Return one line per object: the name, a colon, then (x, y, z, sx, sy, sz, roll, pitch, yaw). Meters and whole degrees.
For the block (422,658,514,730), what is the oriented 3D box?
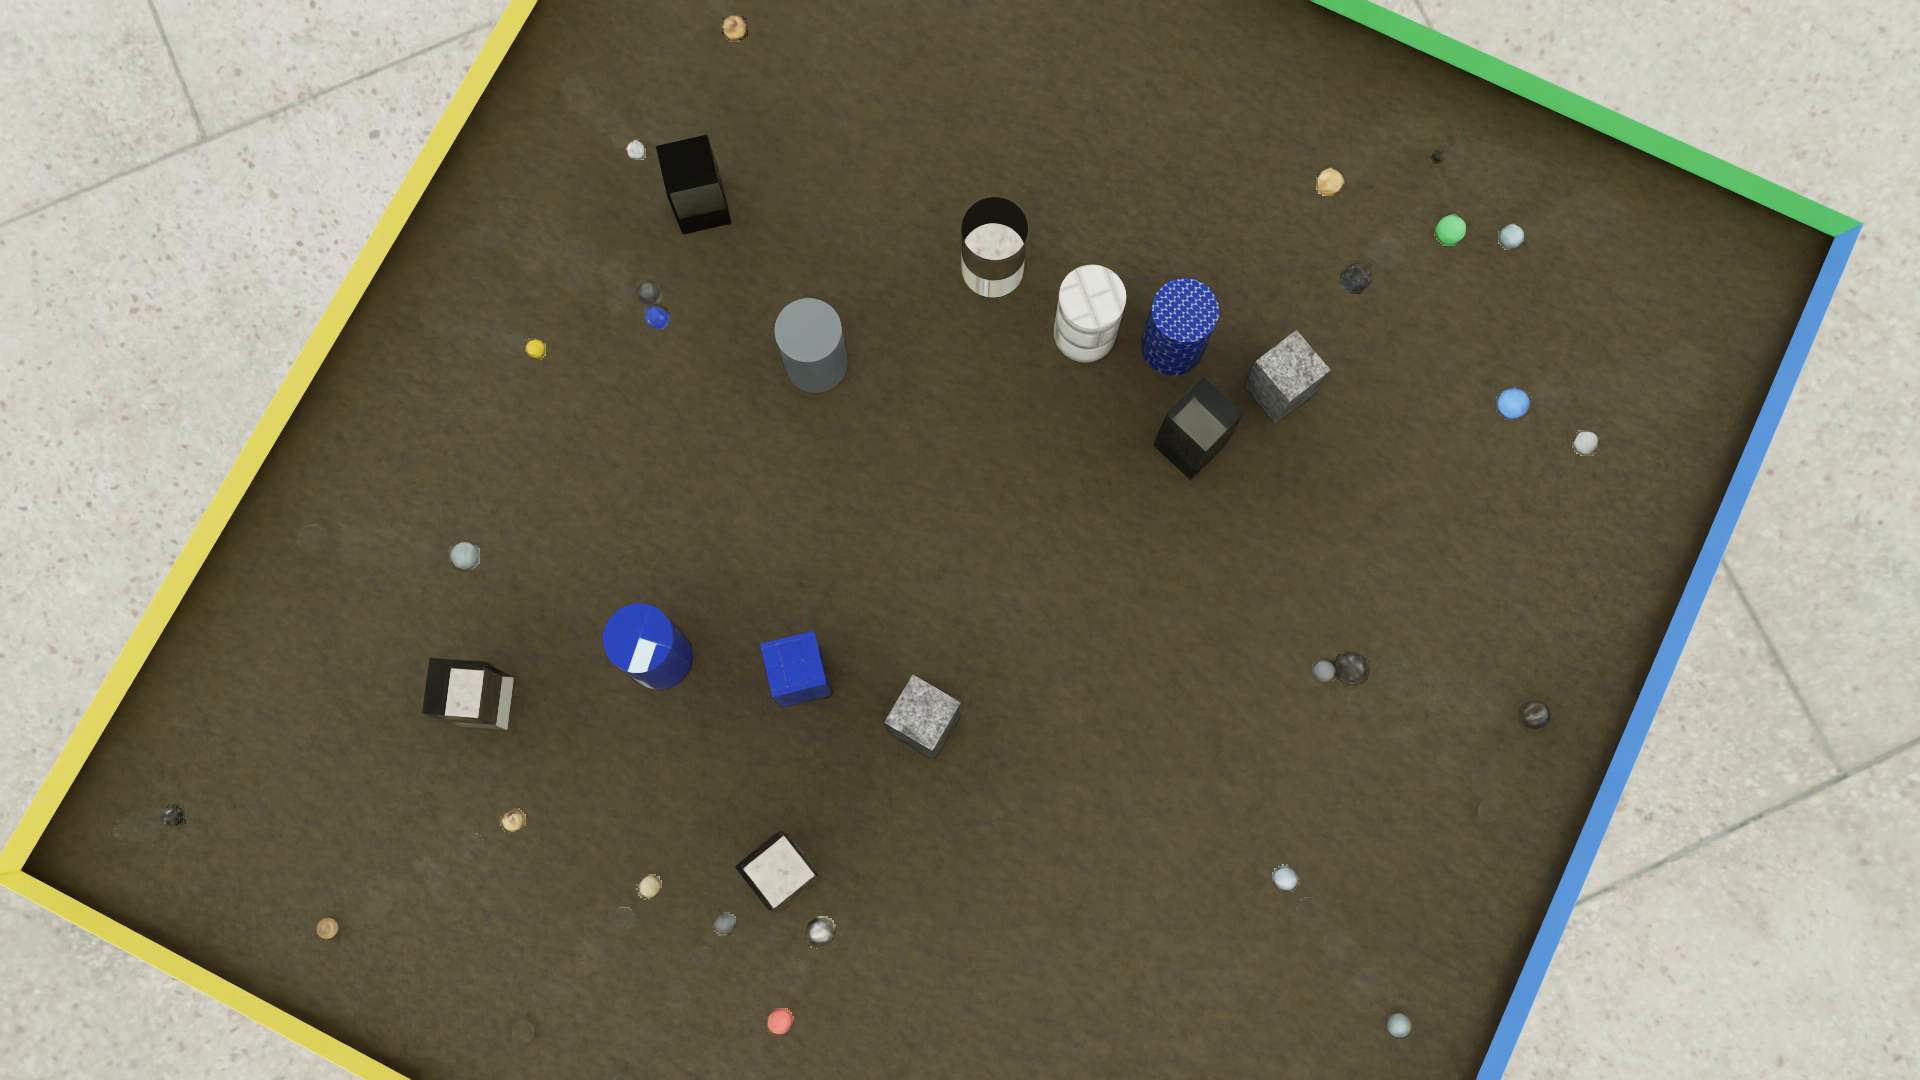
block: (-1.431, 0.452, 5.349, 0.159, 0.341, 0.159, 4, 78, 1)

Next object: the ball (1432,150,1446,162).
ball: (1.528, -1.226, 5.849, 0.042, 0.042, 0.042, 0, 78, 0)

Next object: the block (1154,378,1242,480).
block: (0.711, -0.330, 5.503, 0.159, 0.357, 0.159, 44, 82, 8)

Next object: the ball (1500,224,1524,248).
ball: (1.740, -0.957, 5.776, 0.075, 0.075, 0.075, 0, 78, 0)

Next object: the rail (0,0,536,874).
rail: (-1.825, -0.887, 5.733, 0.045, 0.129, 4.296, 26, 80, 5)

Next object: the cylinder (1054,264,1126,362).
cylinder: (0.392, -0.686, 5.586, 0.199, 0.338, 0.199, 0, 78, 0)

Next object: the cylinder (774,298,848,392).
cylinder: (-0.449, -0.588, 5.574, 0.199, 0.322, 0.199, 0, 78, 0)

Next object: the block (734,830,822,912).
block: (-0.516, 0.953, 5.256, 0.159, 0.320, 0.159, -39, 81, -7)

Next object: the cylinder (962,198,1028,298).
cylinder: (0.104, -0.895, 5.630, 0.199, 0.336, 0.199, 0, 78, 0)

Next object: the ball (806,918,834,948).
ball: (-0.408, 1.142, 5.337, 0.085, 0.085, 0.085, 0, 78, 0)

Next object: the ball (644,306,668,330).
ball: (-0.949, -0.696, 5.725, 0.073, 0.073, 0.073, 0, 78, 0)

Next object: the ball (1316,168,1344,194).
ball: (1.173, -1.136, 5.810, 0.082, 0.082, 0.082, 0, 78, 0)

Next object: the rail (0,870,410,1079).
rail: (-0.950, 1.868, 5.163, 4.128, 0.129, 0.045, 26, 80, 5)

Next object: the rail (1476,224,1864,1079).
rail: (1.825, 0.900, 5.363, 0.045, 0.129, 4.296, 26, 80, 5)

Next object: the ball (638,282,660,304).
ball: (-0.976, -0.776, 5.740, 0.070, 0.070, 0.070, 0, 78, 0)

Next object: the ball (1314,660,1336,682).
ball: (1.094, 0.393, 5.502, 0.064, 0.064, 0.064, 0, 78, 0)

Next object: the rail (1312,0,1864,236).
rail: (0.950, -1.854, 5.934, 4.128, 0.129, 0.045, 26, 80, 5)

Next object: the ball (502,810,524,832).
ball: (-1.320, 0.830, 5.413, 0.062, 0.062, 0.062, 0, 78, 0)

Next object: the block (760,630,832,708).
block: (-0.479, 0.383, 5.398, 0.159, 0.272, 0.159, -14, 79, -3)

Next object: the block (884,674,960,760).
block: (-0.106, 0.520, 5.352, 0.159, 0.307, 0.159, 30, 80, 6)

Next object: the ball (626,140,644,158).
ball: (-1.035, -1.245, 5.846, 0.056, 0.056, 0.056, 0, 78, 0)

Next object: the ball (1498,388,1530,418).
ball: (1.708, -0.422, 5.655, 0.095, 0.095, 0.095, 0, 78, 0)

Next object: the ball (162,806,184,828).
ball: (-2.325, 0.818, 5.416, 0.061, 0.061, 0.061, 0, 78, 0)

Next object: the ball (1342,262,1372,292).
ball: (1.245, -0.823, 5.739, 0.094, 0.094, 0.094, 0, 78, 0)

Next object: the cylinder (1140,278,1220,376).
cylinder: (0.666, -0.645, 5.577, 0.199, 0.338, 0.199, 0, 78, 0)

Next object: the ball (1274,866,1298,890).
ball: (0.956, 0.994, 5.376, 0.069, 0.069, 0.069, 0, 78, 0)

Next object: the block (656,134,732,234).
block: (-0.821, -1.097, 5.675, 0.159, 0.331, 0.159, -13, 79, -3)

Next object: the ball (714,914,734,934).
ball: (-0.688, 1.123, 5.355, 0.058, 0.058, 0.058, 0, 78, 0)

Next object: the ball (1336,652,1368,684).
ball: (1.174, 0.382, 5.489, 0.096, 0.096, 0.096, 0, 78, 0)

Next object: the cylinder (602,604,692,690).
cylinder: (-0.907, 0.315, 5.354, 0.199, 0.386, 0.199, 0, 78, 0)

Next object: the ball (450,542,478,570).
ball: (-1.505, 0.048, 5.564, 0.083, 0.083, 0.083, 0, 78, 0)

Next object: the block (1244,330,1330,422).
block: (0.995, -0.495, 5.592, 0.159, 0.248, 0.159, -37, 81, -7)

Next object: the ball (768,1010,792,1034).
ball: (-0.521, 1.393, 5.292, 0.070, 0.070, 0.070, 0, 78, 0)

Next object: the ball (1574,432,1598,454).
ball: (1.929, -0.300, 5.643, 0.071, 0.071, 0.071, 0, 78, 0)

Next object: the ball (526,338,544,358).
ball: (-1.324, -0.597, 5.710, 0.058, 0.058, 0.058, 0, 78, 0)

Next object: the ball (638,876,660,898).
ball: (-0.910, 1.018, 5.374, 0.062, 0.062, 0.062, 0, 78, 0)

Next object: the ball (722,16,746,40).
ball: (-0.729, -1.655, 5.921, 0.075, 0.075, 0.075, 0, 78, 0)

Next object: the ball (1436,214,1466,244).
ball: (1.548, -0.978, 5.772, 0.092, 0.092, 0.092, 0, 78, 0)
